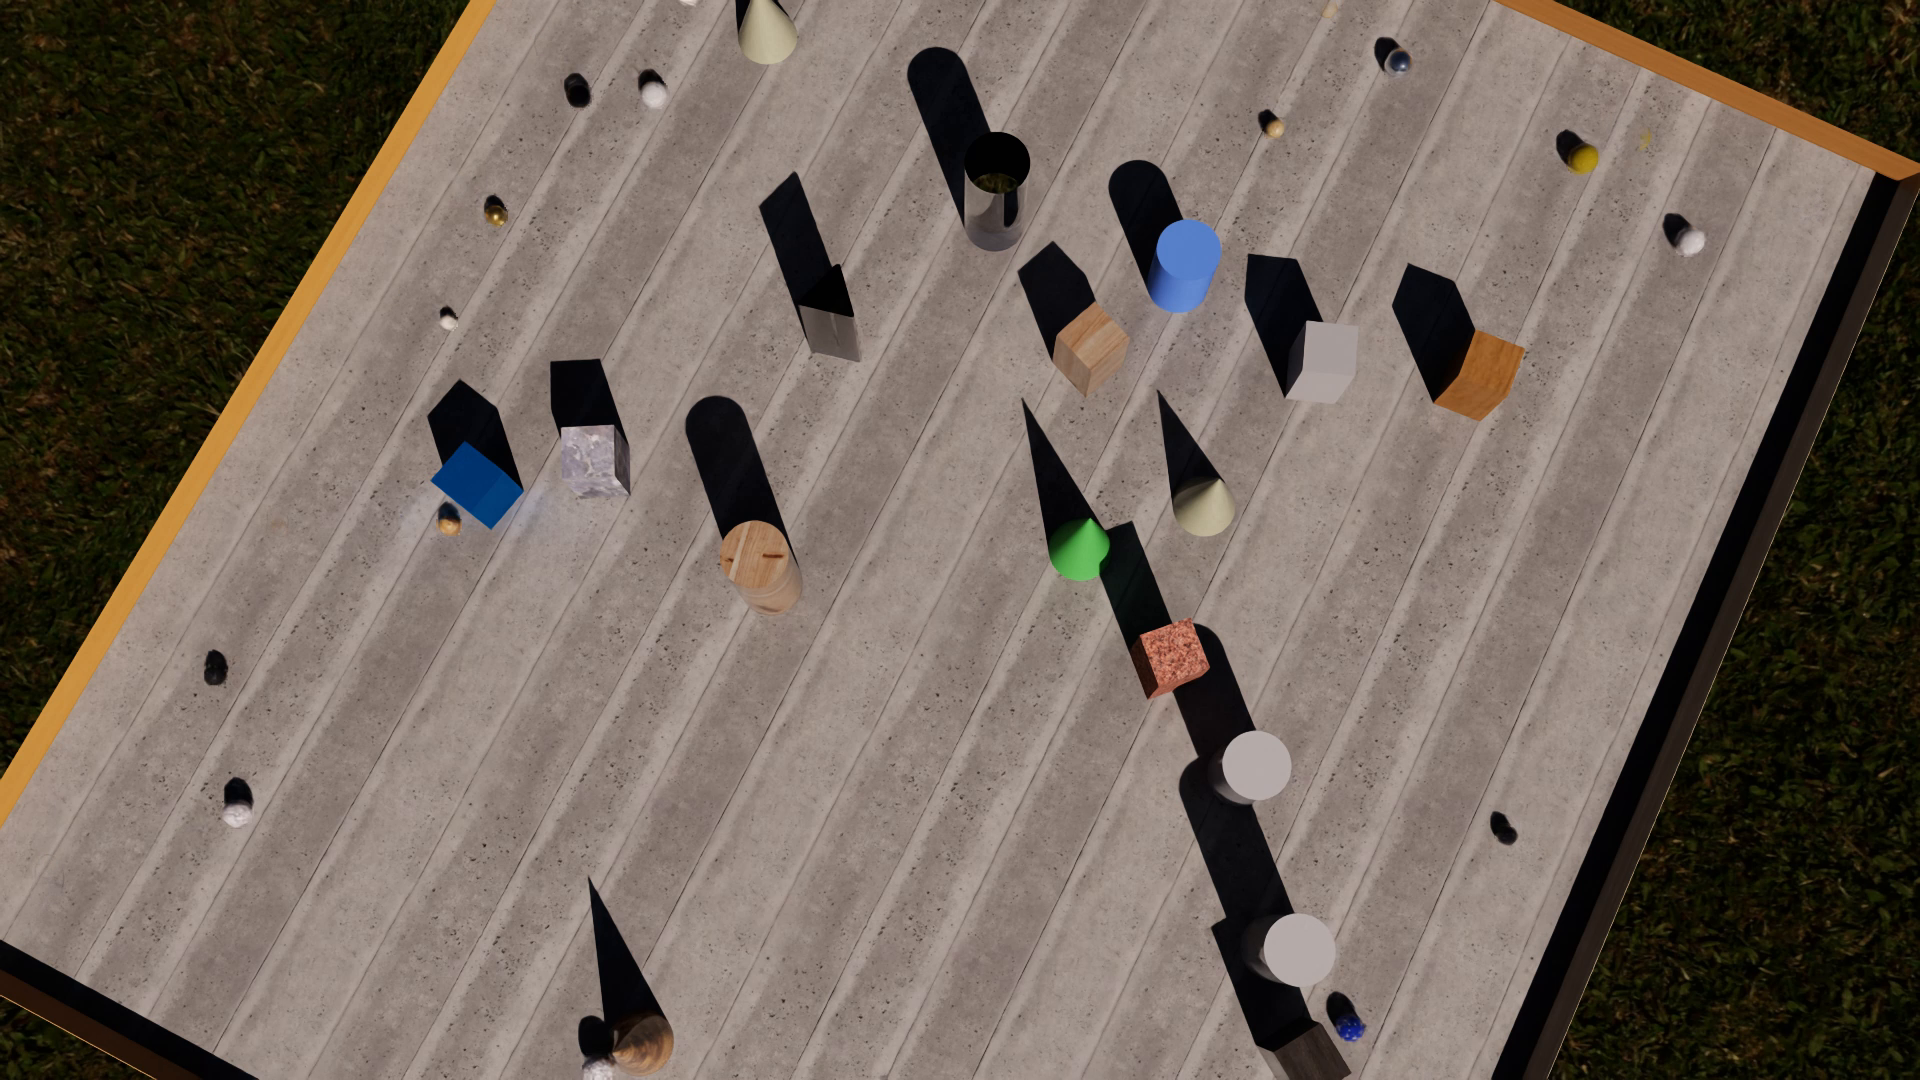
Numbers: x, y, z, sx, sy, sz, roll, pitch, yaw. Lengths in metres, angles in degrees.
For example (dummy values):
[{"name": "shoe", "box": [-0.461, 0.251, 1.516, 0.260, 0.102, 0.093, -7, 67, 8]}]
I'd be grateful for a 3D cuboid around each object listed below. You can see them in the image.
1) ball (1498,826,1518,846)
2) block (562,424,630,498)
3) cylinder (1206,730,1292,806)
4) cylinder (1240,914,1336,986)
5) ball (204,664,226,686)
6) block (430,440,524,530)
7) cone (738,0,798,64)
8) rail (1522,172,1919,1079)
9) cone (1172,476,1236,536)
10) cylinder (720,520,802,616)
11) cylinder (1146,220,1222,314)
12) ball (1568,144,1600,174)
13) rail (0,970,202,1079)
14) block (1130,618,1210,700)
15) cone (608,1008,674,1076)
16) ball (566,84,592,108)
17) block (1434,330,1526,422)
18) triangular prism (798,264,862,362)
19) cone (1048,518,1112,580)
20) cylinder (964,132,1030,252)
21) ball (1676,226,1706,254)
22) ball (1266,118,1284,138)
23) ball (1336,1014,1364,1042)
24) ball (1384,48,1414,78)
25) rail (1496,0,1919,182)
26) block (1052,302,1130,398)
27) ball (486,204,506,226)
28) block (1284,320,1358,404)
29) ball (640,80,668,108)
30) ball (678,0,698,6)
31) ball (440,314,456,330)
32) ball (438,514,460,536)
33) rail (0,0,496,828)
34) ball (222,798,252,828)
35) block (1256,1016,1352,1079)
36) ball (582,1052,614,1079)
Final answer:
[{"name": "ball", "box": [1.615, 0.872, 5.406, 0.058, 0.058, 0.058, 0, 78, 0]}, {"name": "block", "box": [-1.096, -0.233, 5.528, 0.155, 0.268, 0.155, -3, 78, -1]}, {"name": "cylinder", "box": [0.834, 0.666, 5.307, 0.194, 0.337, 0.194, 0, 78, 0]}, {"name": "cylinder", "box": [0.917, 1.150, 5.157, 0.194, 0.433, 0.194, 0, 78, 0]}, {"name": "ball", "box": [-2.235, 0.406, 5.500, 0.065, 0.065, 0.065, 0, 78, 0]}, {"name": "block", "box": [-1.452, -0.163, 5.523, 0.155, 0.249, 0.155, 37, 81, 7]}, {"name": "cone", "box": [-0.625, -1.670, 5.790, 0.194, 0.338, 0.194, 0, 78, 0]}, {"name": "rail", "box": [1.930, 0.951, 5.354, 0.045, 0.126, 4.826, 26, 80, 5]}, {"name": "cone", "box": [0.751, -0.142, 5.465, 0.194, 0.353, 0.194, 0, 78, 0]}, {"name": "cylinder", "box": [-0.576, 0.088, 5.360, 0.194, 0.467, 0.194, 0, 78, 0]}, {"name": "cylinder", "box": [0.686, -0.839, 5.637, 0.194, 0.300, 0.194, 0, 78, 0]}, {"name": "ball", "box": [1.980, -1.211, 5.819, 0.094, 0.094, 0.094, 0, 78, 0]}, {"name": "rail", "box": [-1.068, 2.099, 5.117, 4.362, 0.126, 0.045, 26, 80, 5]}, {"name": "block", "box": [0.611, 0.351, 5.375, 0.155, 0.331, 0.155, -19, 79, -4]}, {"name": "cone", "box": [-0.926, 1.410, 5.096, 0.194, 0.449, 0.194, 0, 78, 0]}, {"name": "ball", "box": [-1.221, -1.422, 5.870, 0.079, 0.079, 0.079, 0, 78, 0]}, {"name": "block", "box": [1.575, -0.496, 5.568, 0.155, 0.297, 0.155, 22, 79, 4]}, {"name": "triangular prism", "box": [-0.372, -0.690, 5.534, 0.168, 0.441, 0.145, 14, 79, 3]}, {"name": "cone", "box": [0.368, -0.017, 5.386, 0.194, 0.457, 0.194, 0, 78, 0]}, {"name": "cylinder", "box": [0.110, -1.056, 5.593, 0.194, 0.474, 0.194, 0, 78, 0]}, {"name": "ball", "box": [2.298, -0.942, 5.766, 0.089, 0.089, 0.089, 0, 78, 0]}, {"name": "ball", "box": [1.007, -1.316, 5.857, 0.062, 0.062, 0.062, 0, 78, 0]}, {"name": "ball", "box": [1.125, 1.407, 5.285, 0.080, 0.080, 0.080, 0, 78, 0]}, {"name": "ball", "box": [1.411, -1.531, 5.885, 0.094, 0.094, 0.094, 0, 78, 0]}, {"name": "rail", "box": [1.068, -2.086, 5.983, 4.362, 0.126, 0.045, 26, 80, 5]}, {"name": "block", "box": [0.397, -0.578, 5.593, 0.155, 0.280, 0.155, -41, 81, -8]}, {"name": "ball", "box": [-1.469, -1.028, 5.797, 0.064, 0.064, 0.064, 0, 78, 0]}, {"name": "block", "box": [1.098, -0.537, 5.574, 0.155, 0.302, 0.155, 6, 78, 1]}, {"name": "ball", "box": [-0.980, -1.429, 5.869, 0.085, 0.085, 0.085, 0, 78, 0]}, {"name": "ball", "box": [-0.881, -1.774, 5.942, 0.081, 0.081, 0.081, 0, 78, 0]}, {"name": "ball", "box": [-1.601, -0.683, 5.734, 0.047, 0.047, 0.047, 0, 78, 0]}, {"name": "ball", "box": [-1.558, -0.044, 5.593, 0.064, 0.064, 0.064, 0, 78, 0]}, {"name": "rail", "box": [-1.930, -0.938, 5.745, 0.045, 0.126, 4.826, 26, 80, 5]}, {"name": "ball", "box": [-2.132, 0.804, 5.407, 0.084, 0.084, 0.084, 0, 78, 0]}, {"name": "block", "box": [0.963, 1.459, 5.155, 0.155, 0.312, 0.155, -30, 80, -6]}, {"name": "ball", "box": [-1.032, 1.511, 5.227, 0.093, 0.093, 0.093, 0, 78, 0]}]
